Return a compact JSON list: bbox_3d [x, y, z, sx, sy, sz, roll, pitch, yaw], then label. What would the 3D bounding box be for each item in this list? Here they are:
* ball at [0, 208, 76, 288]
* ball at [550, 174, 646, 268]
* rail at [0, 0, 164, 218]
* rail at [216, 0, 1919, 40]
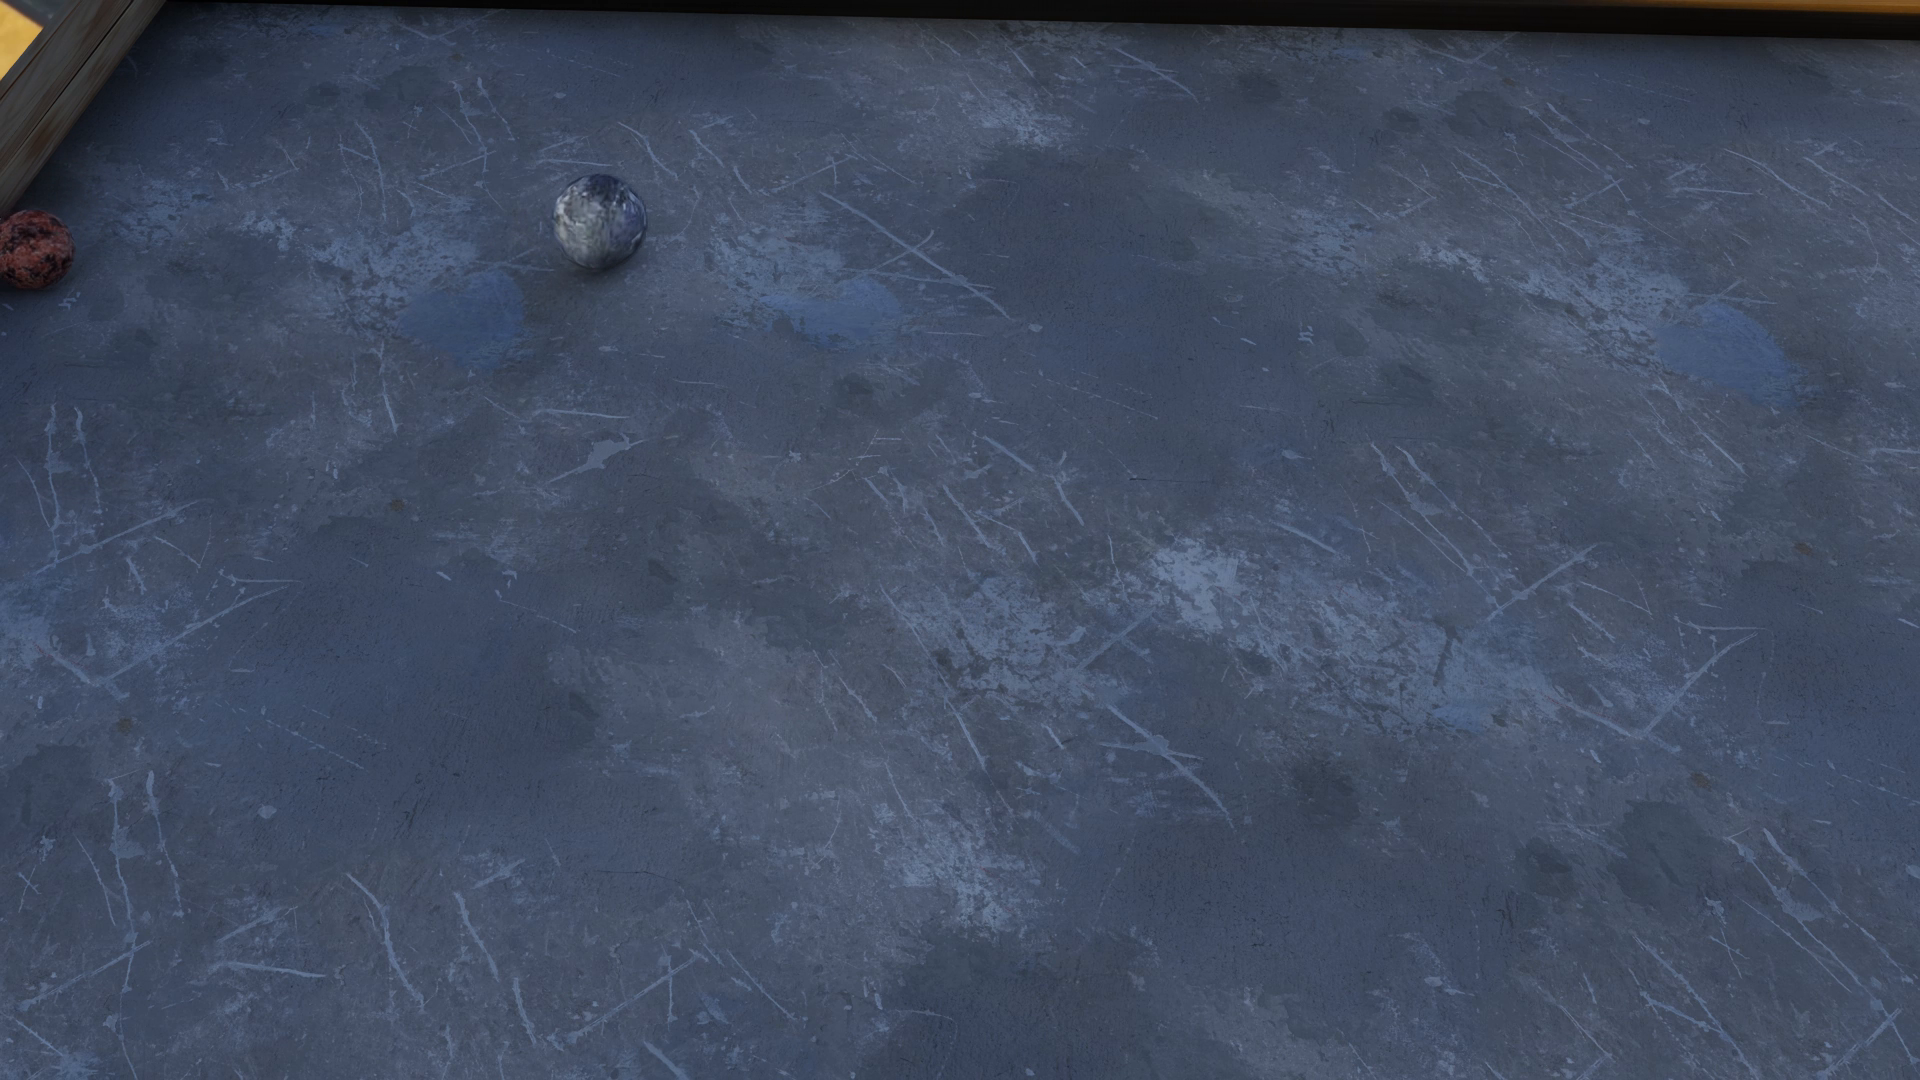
[{"bbox_3d":[-0.754,-0.237,2.087,0.065,0.065,0.065,0,36,0],"label":"ball"},{"bbox_3d":[-0.298,-0.262,2.112,0.077,0.077,0.077,0,36,0],"label":"ball"},{"bbox_3d":[-0.824,-0.042,1.784,0.045,0.100,1.853,2,36,3],"label":"rail"},{"bbox_3d":[0.896,-0.515,2.443,3.397,0.100,0.045,2,36,3],"label":"rail"}]
